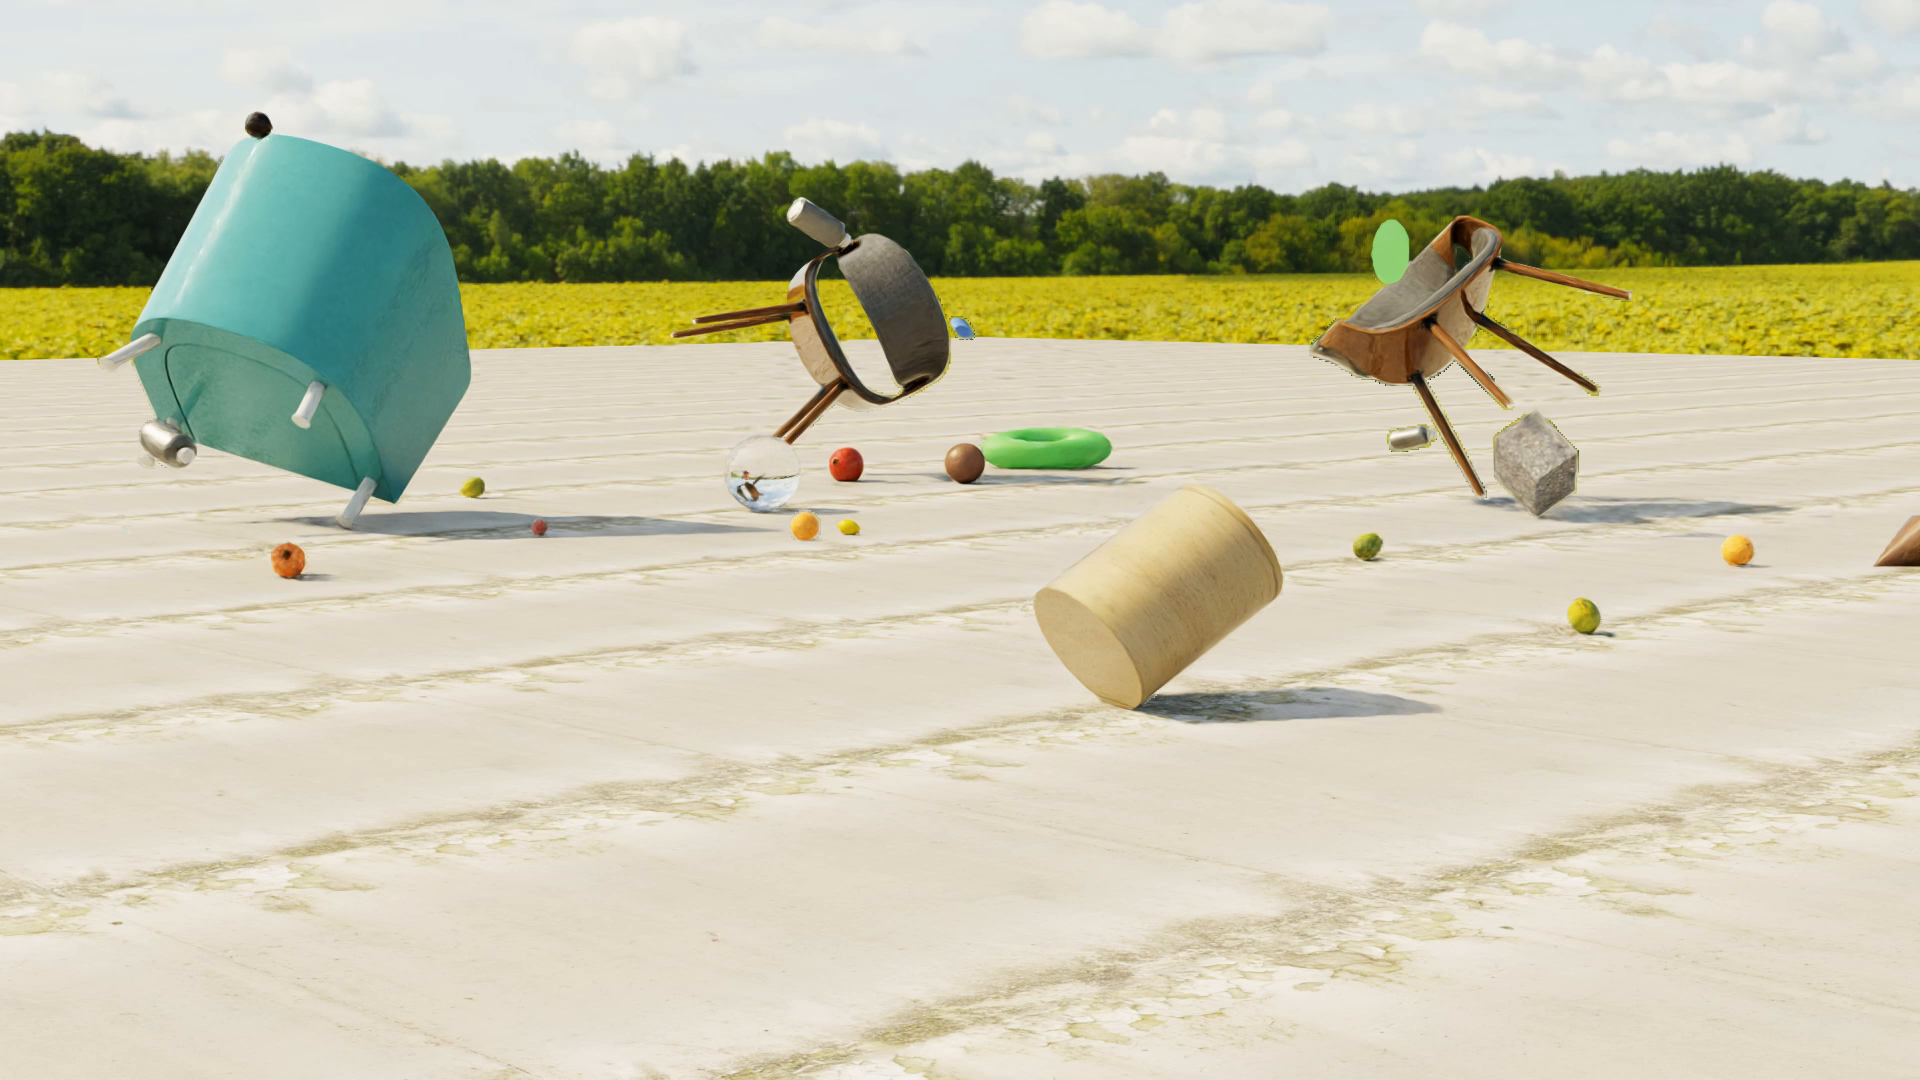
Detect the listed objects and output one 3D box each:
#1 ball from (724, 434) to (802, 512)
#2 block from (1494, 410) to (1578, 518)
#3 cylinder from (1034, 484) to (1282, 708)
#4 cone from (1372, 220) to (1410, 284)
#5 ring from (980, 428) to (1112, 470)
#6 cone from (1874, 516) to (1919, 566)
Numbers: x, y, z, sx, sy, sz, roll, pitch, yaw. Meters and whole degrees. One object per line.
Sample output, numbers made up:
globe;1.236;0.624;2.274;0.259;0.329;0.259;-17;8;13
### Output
ball;-0.553;-0.188;7.183;0.217;0.217;0.217;0;6;0
block;1.559;-0.206;6.955;0.137;0.172;0.210;-34;-29;-7
cylinder;0.303;0.085;3.940;0.290;0.221;0.262;-36;23;-20
cone;1.112;-0.730;6.526;0.098;0.162;0.118;4;4;26
ring;0.295;-0.312;8.790;0.455;0.105;0.208;-1;22;-2
cone;2.135;0.030;5.837;0.139;0.123;0.147;-26;-14;-7
